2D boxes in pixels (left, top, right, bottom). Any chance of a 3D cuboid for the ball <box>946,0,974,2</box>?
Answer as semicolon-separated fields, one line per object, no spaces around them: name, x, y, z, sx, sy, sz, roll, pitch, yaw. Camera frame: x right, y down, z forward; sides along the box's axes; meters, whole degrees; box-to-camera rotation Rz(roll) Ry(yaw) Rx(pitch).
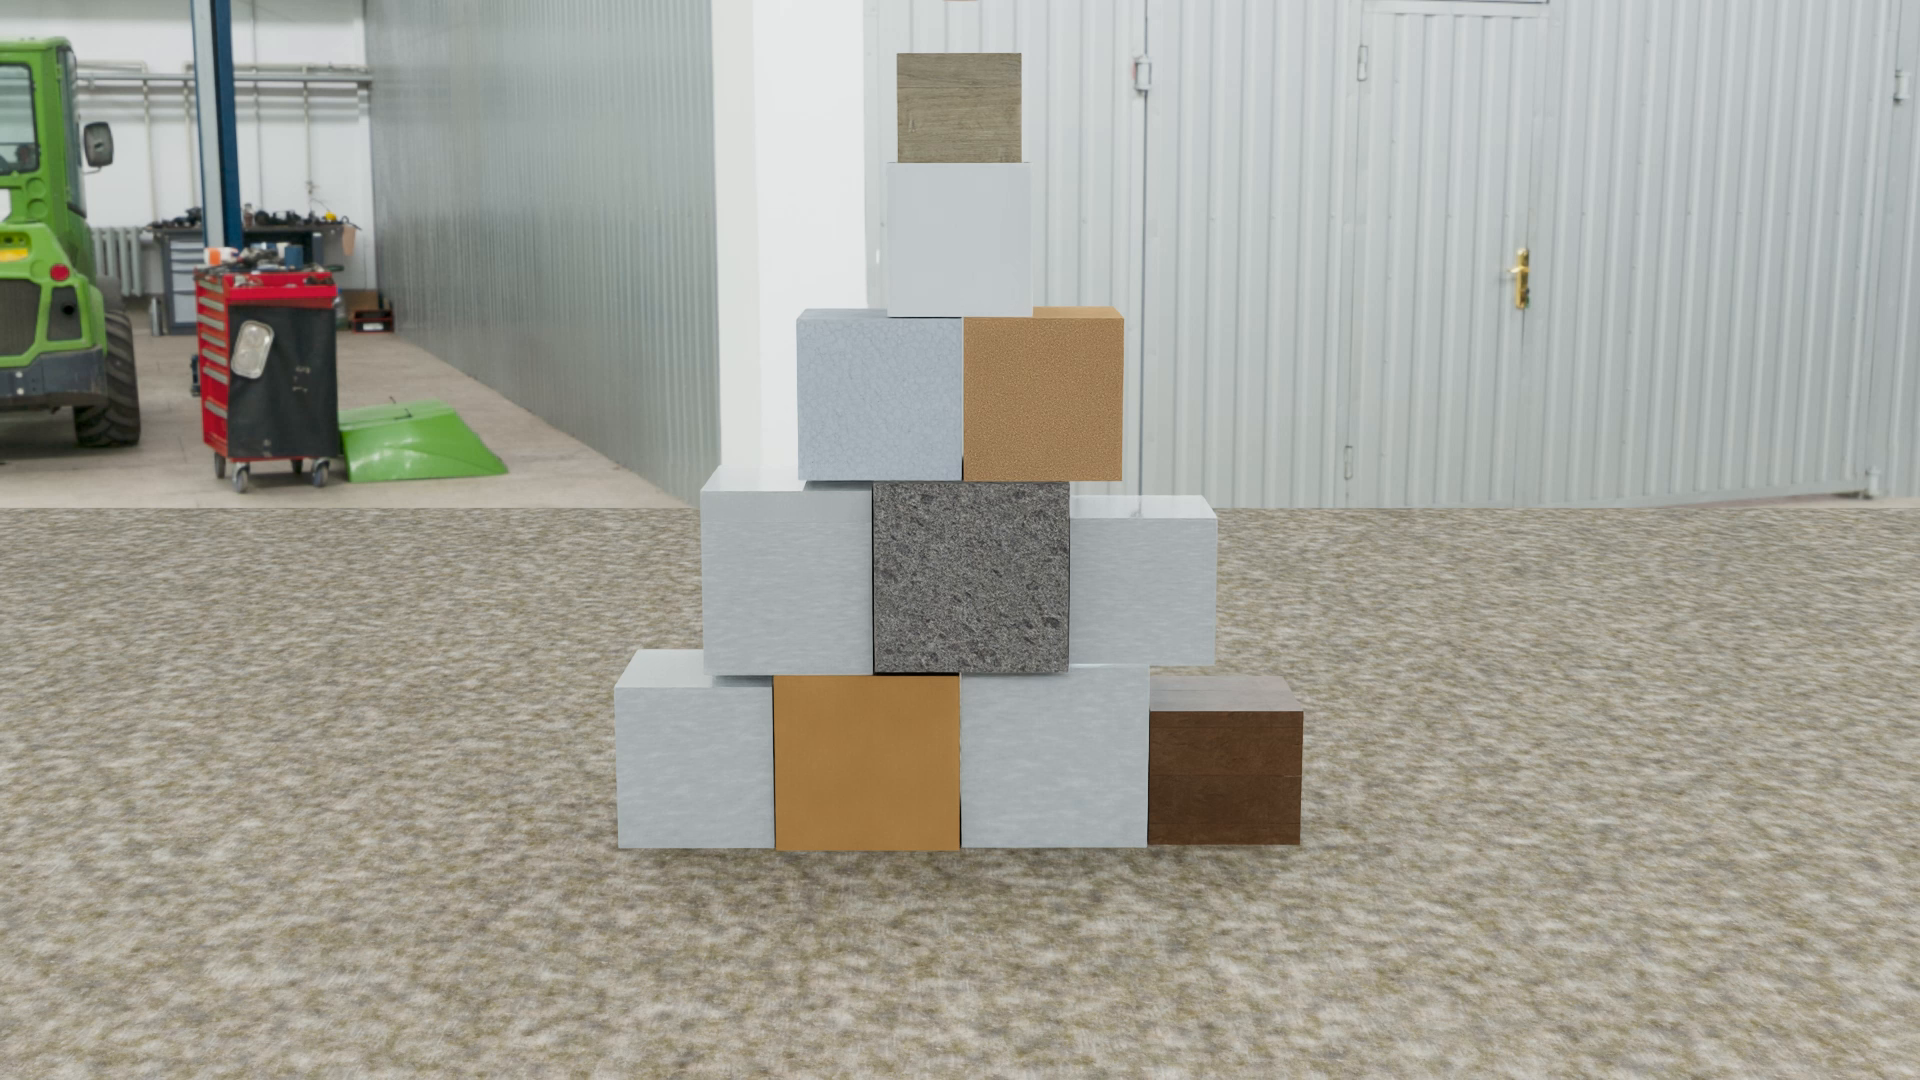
ball;0.000;-4.636;15.577;1.600;1.600;1.600;0;10;0

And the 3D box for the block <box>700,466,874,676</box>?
block;-0.848;0.138;11.216;0.837;0.921;0.862;0;10;0

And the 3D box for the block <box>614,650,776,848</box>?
block;-1.323;1.066;11.381;0.785;0.831;0.826;0;10;0

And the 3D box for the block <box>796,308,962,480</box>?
block;-0.391;-0.741;11.026;0.799;0.786;0.703;0;10;0

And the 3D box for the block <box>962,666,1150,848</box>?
block;0.474;1.016;11.380;0.934;0.928;0.820;0;10;0

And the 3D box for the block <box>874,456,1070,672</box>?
block;0.056;0.104;11.187;0.951;0.936;0.950;0;10;0

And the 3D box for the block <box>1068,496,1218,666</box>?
block;0.904;0.196;11.214;0.726;0.746;0.699;0;10;0

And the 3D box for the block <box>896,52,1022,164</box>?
block;-0.003;-2.113;10.784;0.594;0.516;0.588;0;10;0

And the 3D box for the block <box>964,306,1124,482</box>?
block;0.404;-0.746;11.032;0.773;0.793;0.772;0;10;0

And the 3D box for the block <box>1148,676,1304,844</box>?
block;1.333;1.131;11.401;0.766;0.695;0.733;0;10;0

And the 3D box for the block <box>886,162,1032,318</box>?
block;-0.001;-1.501;10.912;0.704;0.735;0.633;0;10;0

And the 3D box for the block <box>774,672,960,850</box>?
block;-0.462;1.036;11.362;0.918;0.897;0.873;0;10;0
